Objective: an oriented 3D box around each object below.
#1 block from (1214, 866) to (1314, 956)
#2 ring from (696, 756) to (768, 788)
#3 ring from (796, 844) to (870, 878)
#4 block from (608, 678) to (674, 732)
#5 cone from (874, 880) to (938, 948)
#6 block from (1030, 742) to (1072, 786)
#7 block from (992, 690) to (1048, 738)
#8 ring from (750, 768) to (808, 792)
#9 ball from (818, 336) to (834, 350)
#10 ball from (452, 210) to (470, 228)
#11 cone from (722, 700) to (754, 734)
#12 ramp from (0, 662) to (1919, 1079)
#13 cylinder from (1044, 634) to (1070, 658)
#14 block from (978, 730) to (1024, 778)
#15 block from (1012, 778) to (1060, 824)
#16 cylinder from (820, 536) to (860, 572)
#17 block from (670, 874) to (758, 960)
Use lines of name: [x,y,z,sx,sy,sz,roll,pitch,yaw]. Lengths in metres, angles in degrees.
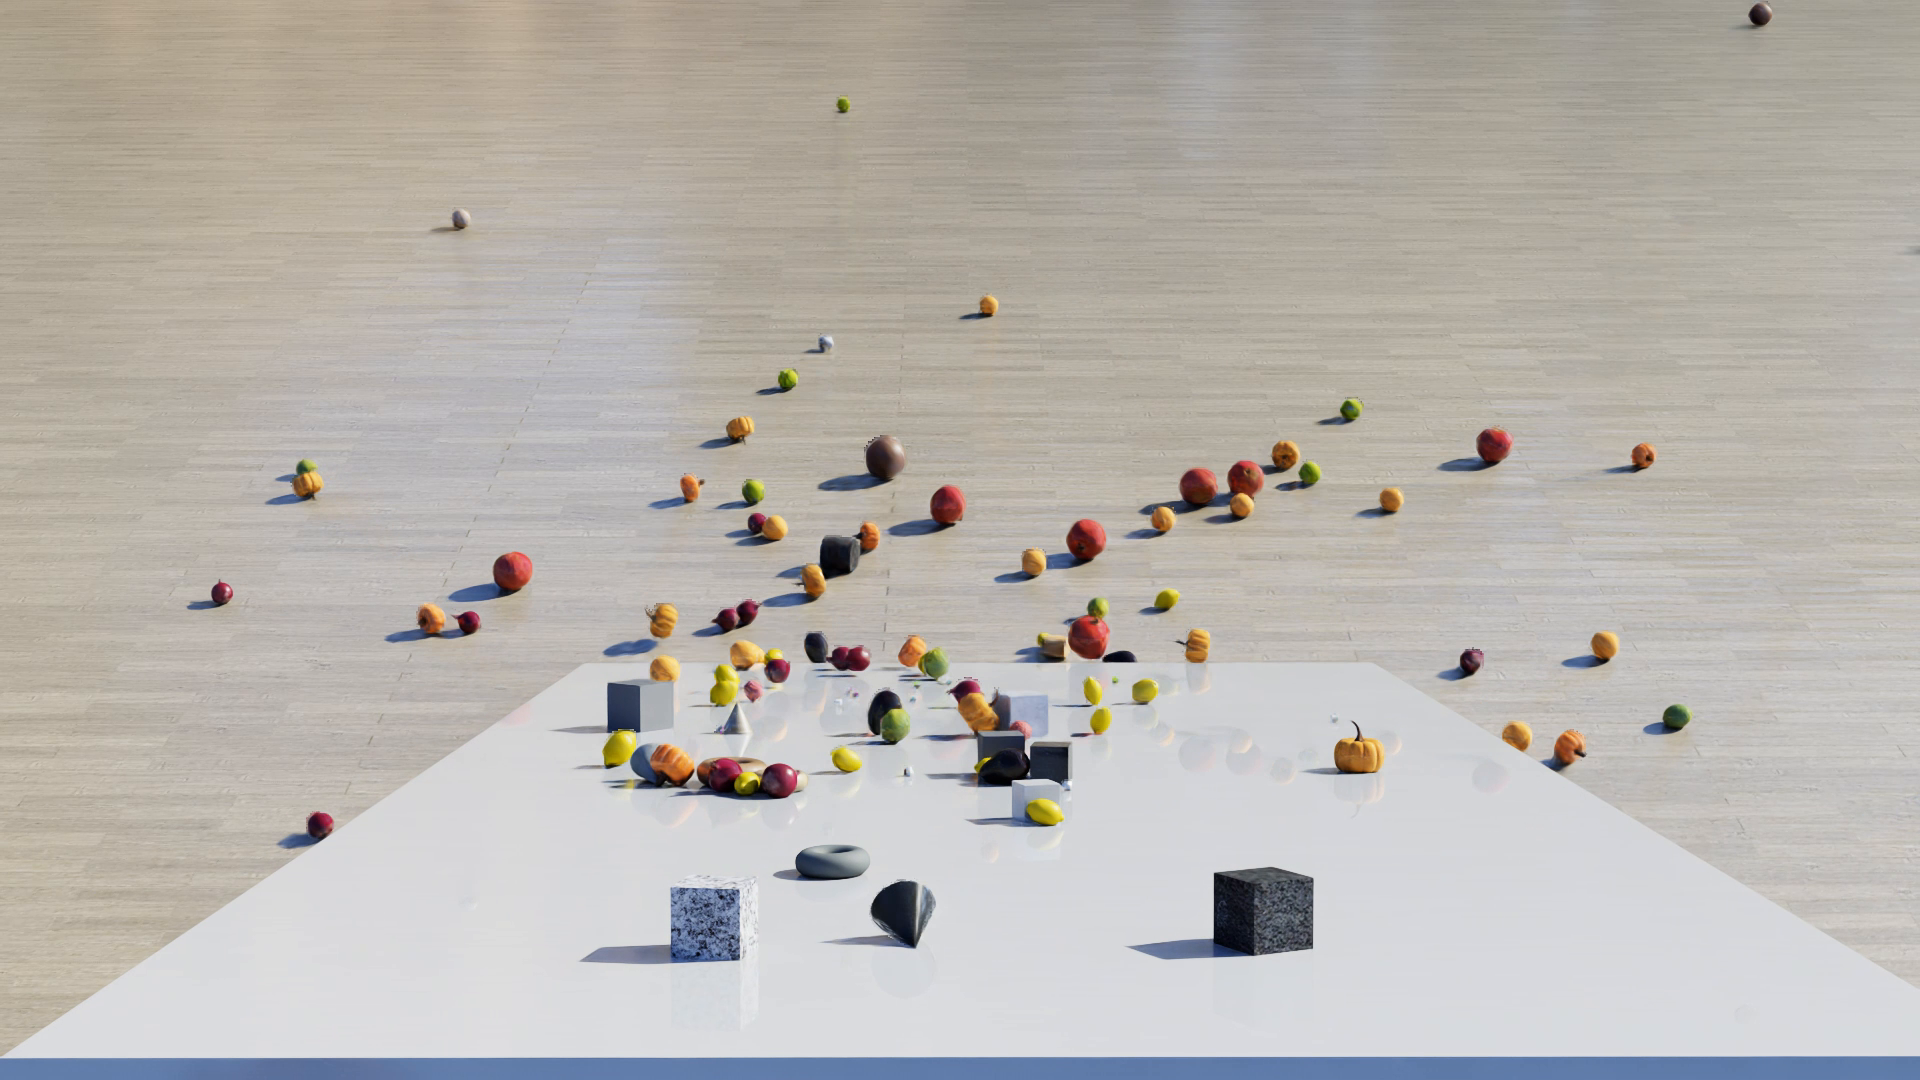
block: [0.361,0.441,3.058,0.085,0.085,0.085,-2,3,-28]
ring: [-0.388,0.397,4.394,0.125,0.042,0.125,1,3,0]
ring: [-0.175,0.443,3.541,0.104,0.035,0.104,-1,3,0]
block: [-0.642,0.333,5.170,0.094,0.094,0.094,2,4,38]
cone: [-0.061,0.465,3.079,0.080,0.080,0.080,-3,37,-6]
block: [0.157,0.383,4.413,0.066,0.066,0.066,0,3,9]
block: [0.119,0.343,5.059,0.083,0.083,0.083,-1,3,-25]
ring: [-0.304,0.405,4.326,0.099,0.033,0.099,0,1,0]
ball: [-0.482,-0.709,9.240,0.054,0.054,0.054,0,22,0]
ball: [-2.095,-1.348,10.790,0.081,0.081,0.081,0,22,0]
cone: [-0.442,0.350,5.103,0.065,0.065,0.065,0,3,0]
ramp: [0.051,0.461,4.533,2.000,0.100,4.000,0,3,0]
cylinder: [0.256,0.280,6.778,0.058,0.058,0.058,5,22,17]
block: [0.072,0.375,4.502,0.073,0.073,0.073,0,3,-7]
block: [0.118,0.407,4.008,0.059,0.059,0.059,-1,3,-18]
cylinder: [-0.343,0.040,7.334,0.090,0.090,0.090,6,23,15]
block: [-0.288,0.443,3.026,0.083,0.083,0.083,0,3,10]
